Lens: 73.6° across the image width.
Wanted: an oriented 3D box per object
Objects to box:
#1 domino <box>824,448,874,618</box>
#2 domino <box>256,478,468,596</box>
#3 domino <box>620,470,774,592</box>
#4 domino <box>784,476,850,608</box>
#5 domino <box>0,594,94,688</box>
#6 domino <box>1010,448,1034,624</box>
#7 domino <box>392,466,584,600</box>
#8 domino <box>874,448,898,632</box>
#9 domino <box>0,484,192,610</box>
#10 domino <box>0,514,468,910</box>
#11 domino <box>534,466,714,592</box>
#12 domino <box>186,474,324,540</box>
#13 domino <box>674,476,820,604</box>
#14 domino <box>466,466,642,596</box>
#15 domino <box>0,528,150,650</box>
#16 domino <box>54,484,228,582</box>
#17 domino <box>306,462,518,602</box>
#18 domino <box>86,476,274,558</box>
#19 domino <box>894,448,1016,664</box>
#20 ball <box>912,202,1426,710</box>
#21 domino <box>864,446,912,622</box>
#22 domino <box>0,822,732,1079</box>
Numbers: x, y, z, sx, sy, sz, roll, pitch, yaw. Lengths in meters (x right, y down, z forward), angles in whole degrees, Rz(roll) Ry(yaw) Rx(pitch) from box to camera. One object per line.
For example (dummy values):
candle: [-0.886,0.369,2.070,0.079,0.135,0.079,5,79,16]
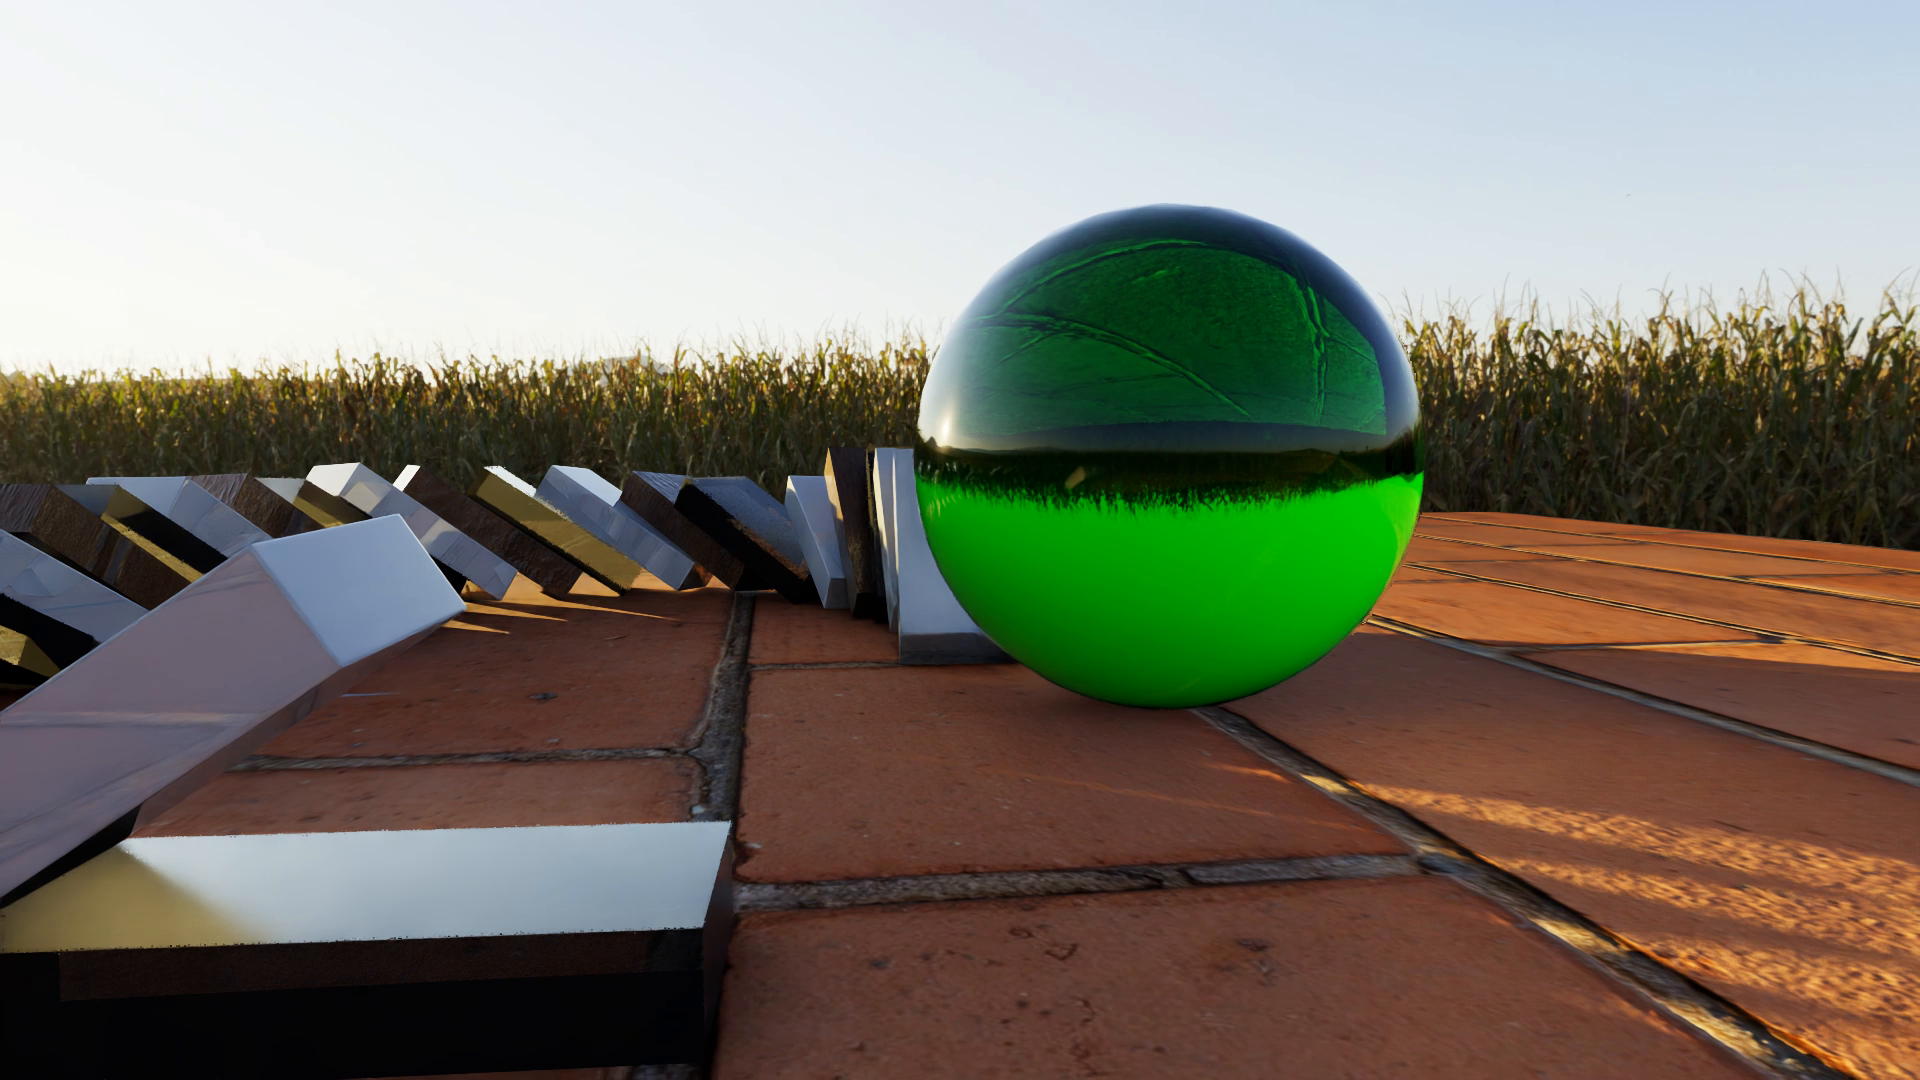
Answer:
domino: [-0.019,-0.003,0.330,0.025,0.010,0.050,-1,49,-16]
domino: [-0.149,0.002,0.315,0.025,0.010,0.050,3,-27,32]
domino: [-0.073,-0.003,0.373,0.050,0.009,0.025,35,15,25]
domino: [-0.030,0.000,0.347,0.025,0.010,0.050,0,33,-22]
domino: [-0.167,0.012,0.202,0.025,0.010,0.050,0,-22,4]
domino: [0.002,0.000,0.290,0.025,0.010,0.050,0,48,-5]
domino: [-0.129,-0.002,0.350,0.050,0.009,0.025,38,-15,-27]
domino: [-0.006,-0.001,0.304,0.025,0.009,0.050,-1,48,-10]
domino: [-0.165,0.007,0.241,0.025,0.010,0.050,0,-29,8]
domino: [-0.063,0.017,0.093,0.050,0.009,0.025,-34,7,0]
domino: [-0.095,-0.004,0.372,0.050,0.009,0.025,33,5,6]
domino: [-0.156,0.002,0.294,0.025,0.009,0.050,-1,-29,19]
domino: [-0.054,-0.001,0.359,0.050,0.010,0.025,36,21,25]
domino: [-0.114,-0.003,0.364,0.050,0.009,0.025,34,-2,-11]
domino: [-0.167,0.010,0.223,0.025,0.009,0.050,0,-25,7]
domino: [-0.164,0.006,0.261,0.025,0.010,0.050,1,-28,15]
domino: [-0.142,-0.001,0.331,0.025,0.009,0.050,0,-32,40]
domino: [-0.160,0.004,0.277,0.025,0.010,0.050,0,-29,16]
domino: [0.000,0.002,0.262,0.025,0.010,0.050,0,48,-5]
ball: [0.032,-0.013,0.206,0.080,0.080,0.080,0,4,0]
domino: [-0.010,-0.002,0.317,0.025,0.009,0.050,0,48,-9]
domino: [-0.044,0.031,0.098,0.050,0.009,0.025,0,4,-6]
